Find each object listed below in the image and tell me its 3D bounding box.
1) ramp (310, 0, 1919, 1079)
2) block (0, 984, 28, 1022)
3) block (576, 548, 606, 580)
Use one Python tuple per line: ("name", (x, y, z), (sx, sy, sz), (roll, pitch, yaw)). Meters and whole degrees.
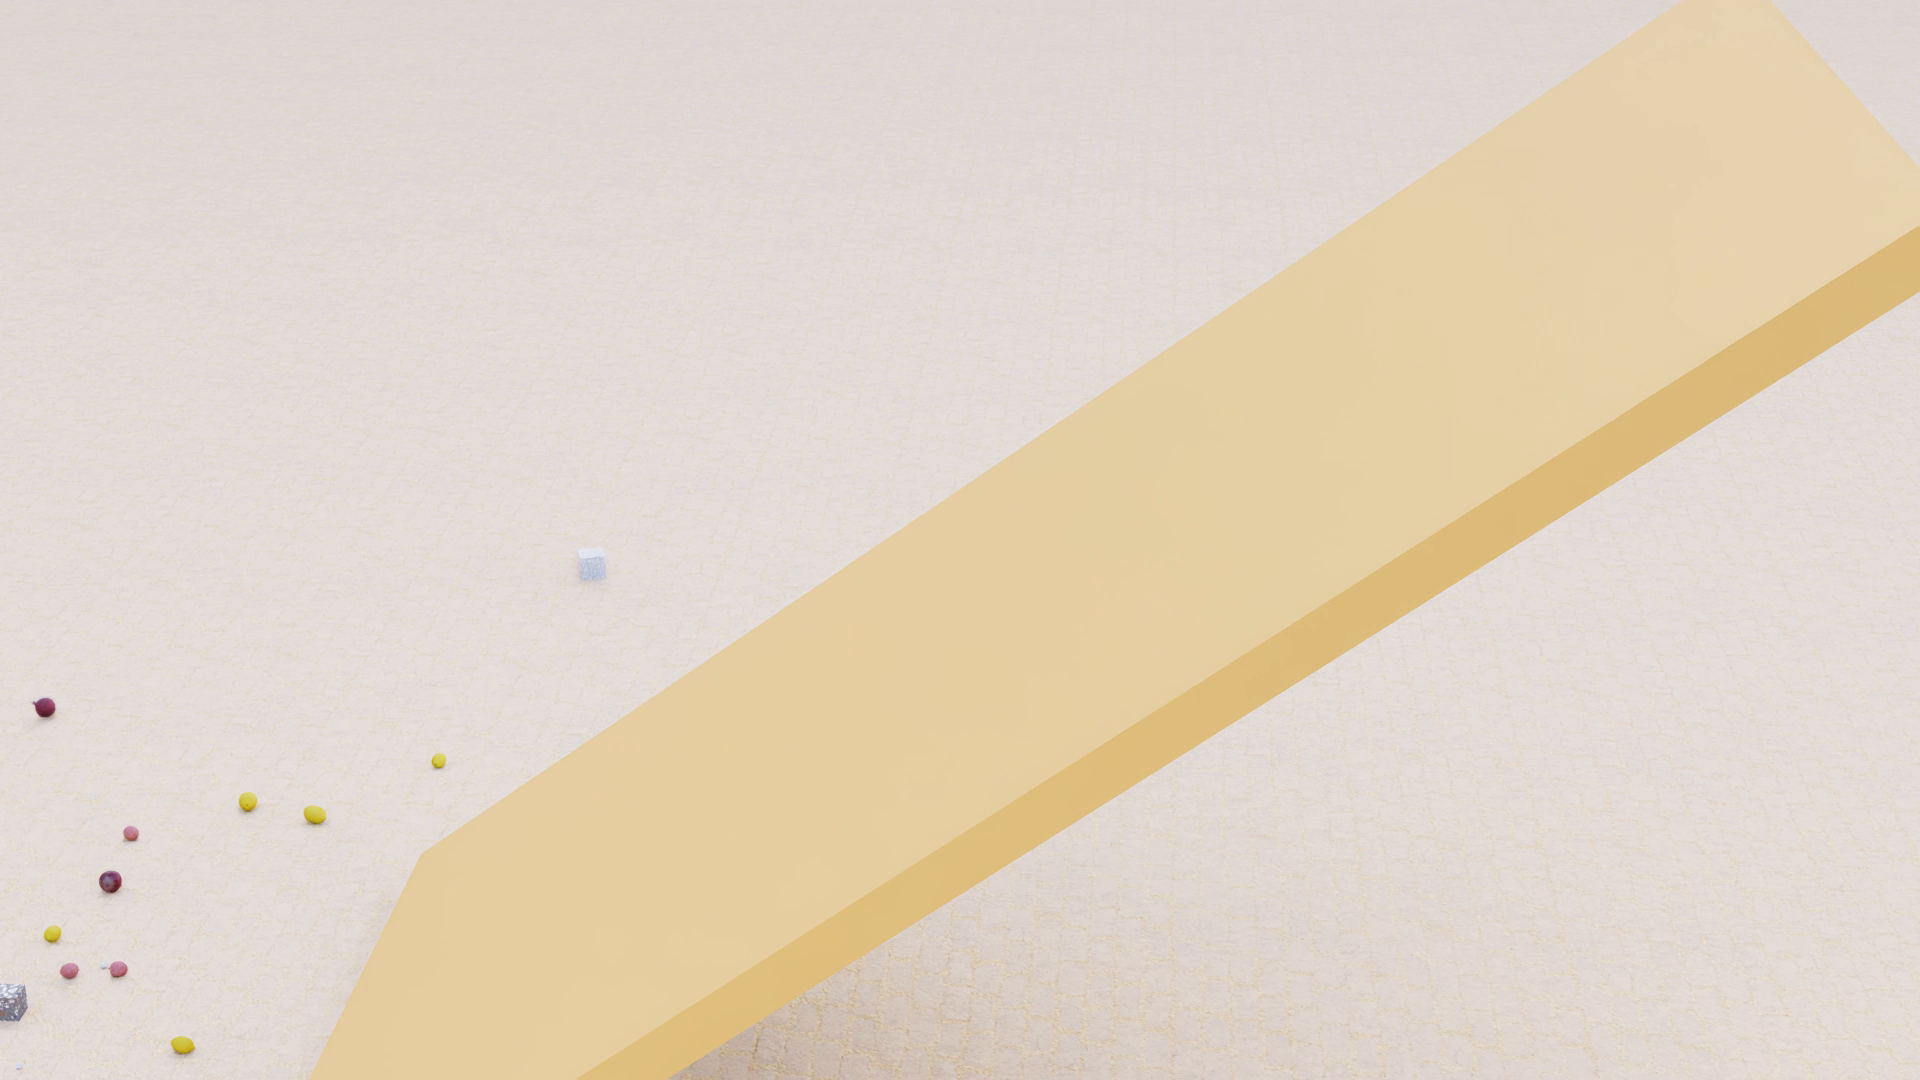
("ramp", (0.130, 0.178, 6.319), (4.000, 0.100, 2.000), (-34, 16, 16))
("block", (-2.323, 1.130, 7.183), (0.065, 0.065, 0.065), (1, 22, 3))
("block", (-1.218, 0.079, 9.719), (0.080, 0.080, 0.080), (-7, 23, -16))
